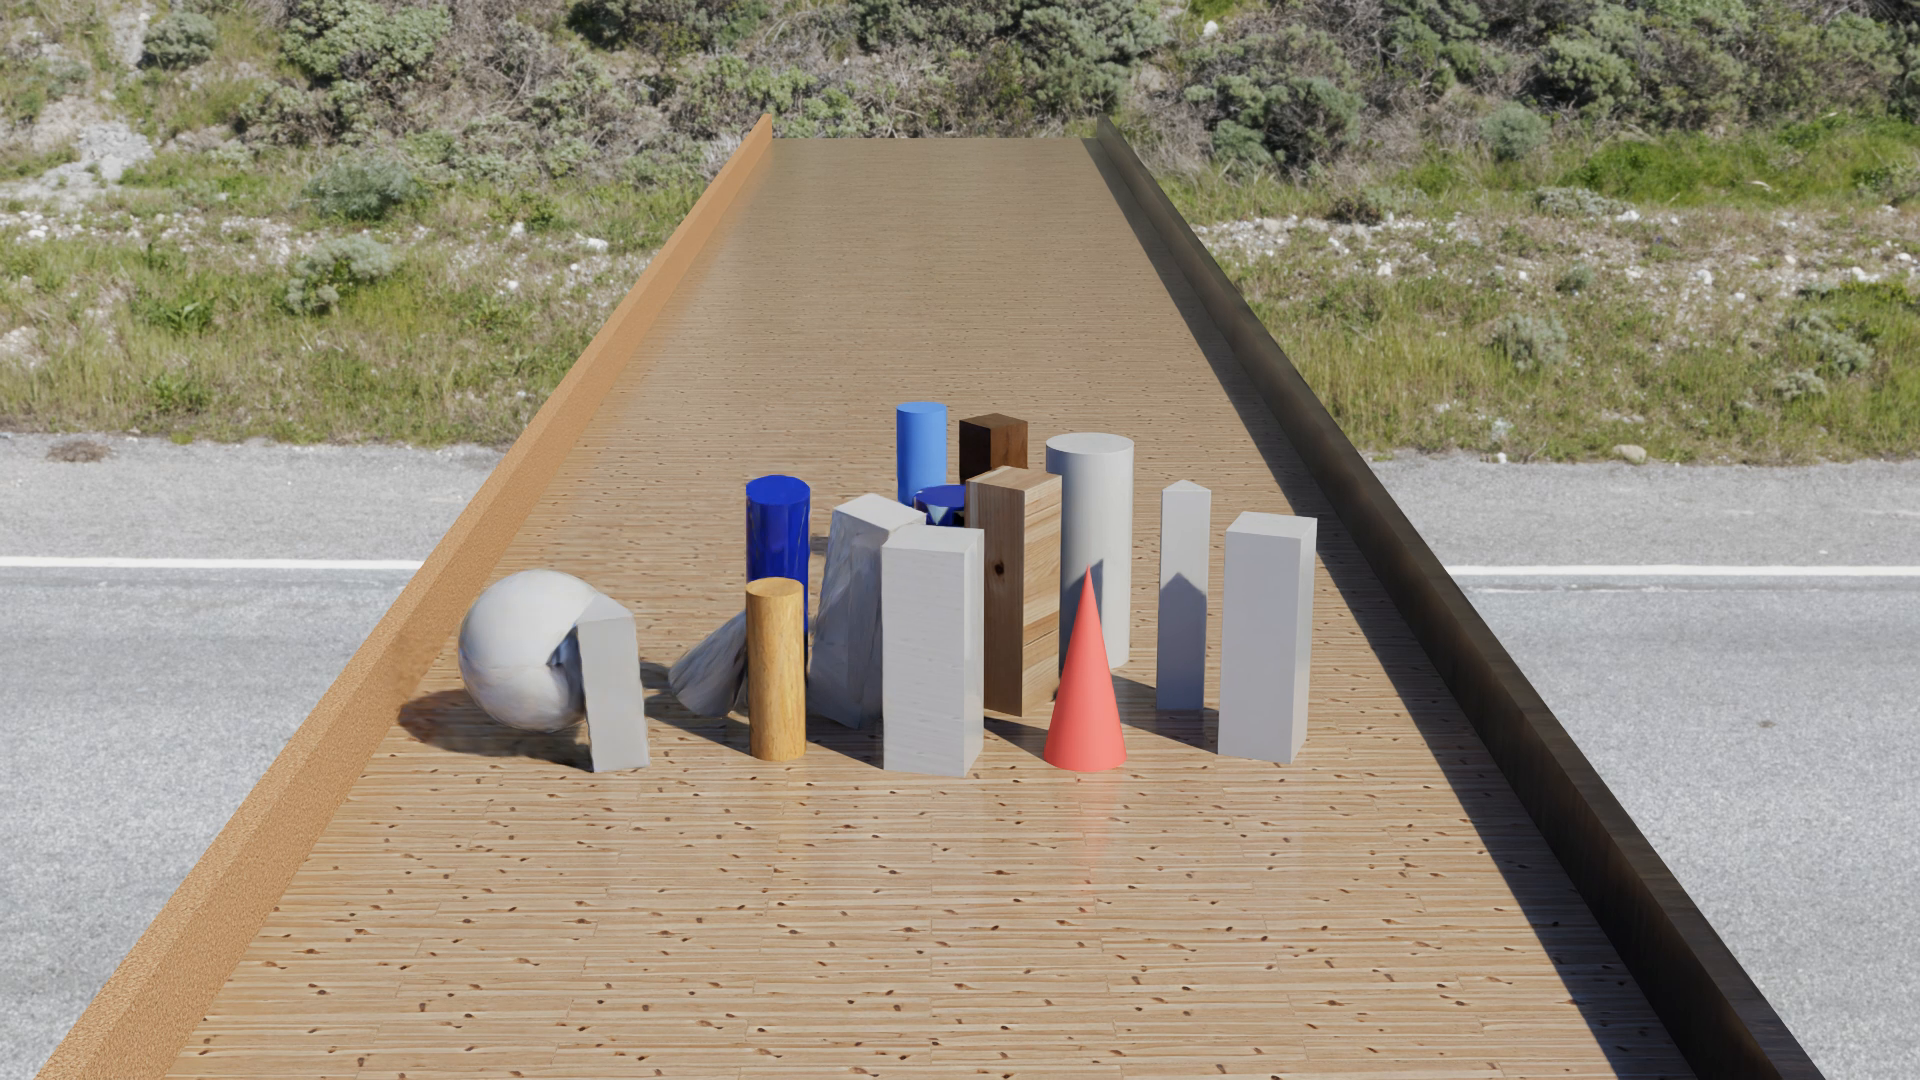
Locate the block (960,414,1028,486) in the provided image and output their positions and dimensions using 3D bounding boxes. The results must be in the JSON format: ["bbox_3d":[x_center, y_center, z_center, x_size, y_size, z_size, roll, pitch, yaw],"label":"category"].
[{"bbox_3d":[0.070,-0.049,4.657,0.102,0.418,0.102,-13,21,-38],"label":"block"}]

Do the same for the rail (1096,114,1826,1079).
[{"bbox_3d":[0.932,-0.844,7.801,0.050,0.150,12.000,0,17,-1],"label":"rail"}]

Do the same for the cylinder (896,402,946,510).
[{"bbox_3d":[-0.084,-0.106,4.900,0.111,0.389,0.111,0,17,0],"label":"cylinder"}]

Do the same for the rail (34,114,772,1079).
[{"bbox_3d":[-1.118,-0.838,7.780,0.050,0.150,12.000,0,17,-1],"label":"rail"}]

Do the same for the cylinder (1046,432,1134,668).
[{"bbox_3d":[0.255,0.022,4.374,0.174,0.443,0.174,0,17,0],"label":"cylinder"}]

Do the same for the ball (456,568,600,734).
[{"bbox_3d":[-0.747,0.198,3.924,0.293,0.293,0.293,0,17,0],"label":"ball"}]

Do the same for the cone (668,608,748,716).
[{"bbox_3d":[-0.405,0.177,4.002,0.141,0.305,0.141,21,42,-20],"label":"cone"}]

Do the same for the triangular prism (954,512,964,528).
[{"bbox_3d":[0.024,0.110,4.240,0.080,0.339,0.093,11,24,29],"label":"triangular prism"}]

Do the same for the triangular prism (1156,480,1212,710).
[{"bbox_3d":[0.416,0.103,4.130,0.090,0.428,0.078,0,17,1],"label":"triangular prism"}]

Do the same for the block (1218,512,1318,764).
[{"bbox_3d":[0.547,0.173,3.914,0.133,0.417,0.133,6,18,20],"label":"block"}]

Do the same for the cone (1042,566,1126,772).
[{"bbox_3d":[0.223,0.213,3.879,0.150,0.360,0.150,0,17,0],"label":"cone"}]

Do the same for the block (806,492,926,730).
[{"bbox_3d":[-0.175,0.132,4.046,0.123,0.404,0.123,21,25,26],"label":"block"}]

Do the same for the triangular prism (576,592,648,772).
[{"bbox_3d":[-0.605,0.246,3.816,0.097,0.316,0.084,-7,32,-11],"label":"triangular prism"}]

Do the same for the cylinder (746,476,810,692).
[{"bbox_3d":[-0.335,0.109,4.038,0.115,0.455,0.115,2,29,-1],"label":"cylinder"}]

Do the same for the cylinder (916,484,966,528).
[{"bbox_3d":[-0.011,0.079,4.346,0.158,0.347,0.158,1,17,0],"label":"cylinder"}]

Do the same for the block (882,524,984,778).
[{"bbox_3d":[-0.046,0.193,3.859,0.146,0.410,0.146,4,17,13],"label":"block"}]

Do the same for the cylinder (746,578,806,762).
[{"bbox_3d":[-0.326,0.230,3.902,0.101,0.311,0.101,0,19,0],"label":"cylinder"}]

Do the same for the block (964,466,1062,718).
[{"bbox_3d":[0.099,0.095,4.134,0.130,0.439,0.130,11,20,32],"label":"block"}]
